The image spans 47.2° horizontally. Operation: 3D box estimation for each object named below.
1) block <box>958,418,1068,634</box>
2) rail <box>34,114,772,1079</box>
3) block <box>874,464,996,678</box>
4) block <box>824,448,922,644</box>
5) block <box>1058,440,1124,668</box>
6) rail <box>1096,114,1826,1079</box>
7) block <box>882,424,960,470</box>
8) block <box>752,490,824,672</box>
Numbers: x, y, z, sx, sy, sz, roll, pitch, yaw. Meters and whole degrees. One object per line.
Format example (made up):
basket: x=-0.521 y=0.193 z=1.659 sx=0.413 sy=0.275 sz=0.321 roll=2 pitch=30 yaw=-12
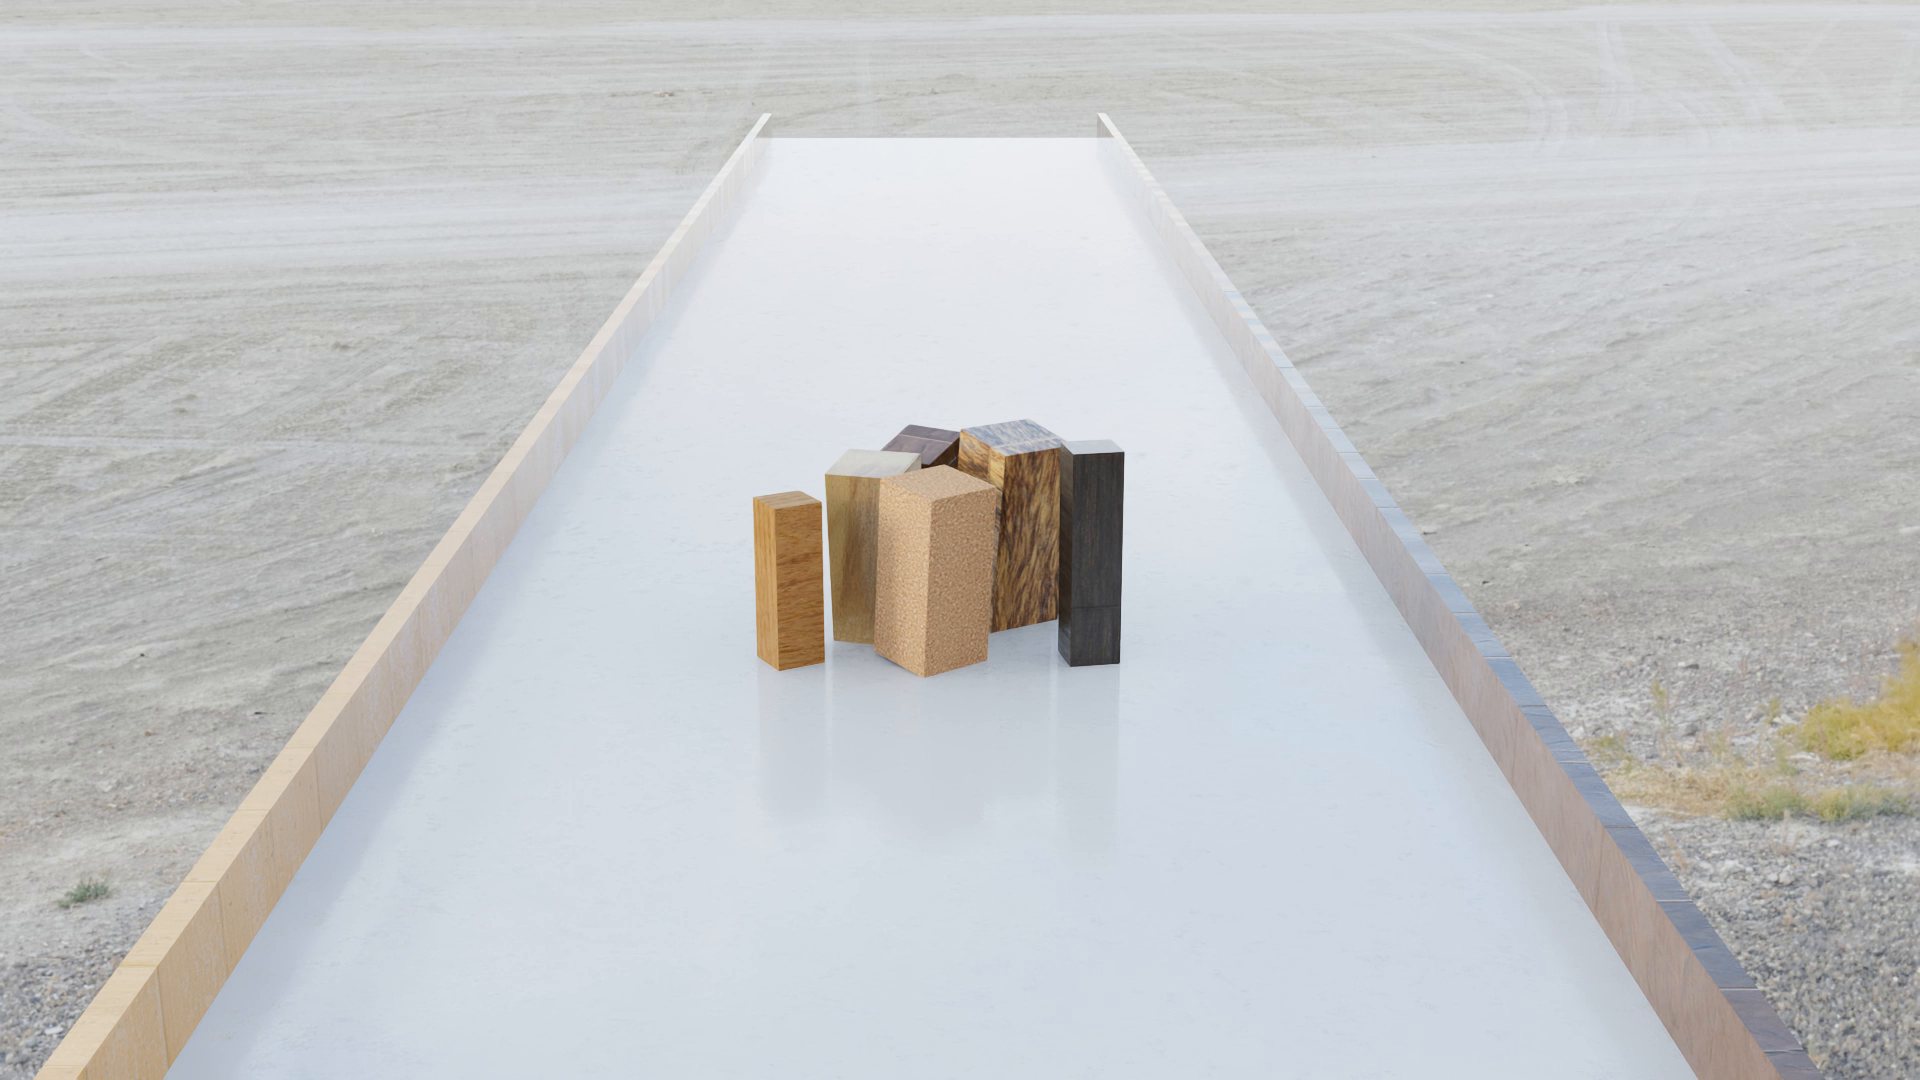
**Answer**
block: x=0.104 y=-0.031 z=4.606 sx=0.169 sy=0.395 sz=0.169 roll=-10 pitch=27 yaw=-31
rail: x=-1.118 y=-0.838 z=7.780 sx=0.050 sy=0.150 sz=12.000 roll=0 pitch=17 yaw=-1
block: x=-0.051 y=0.060 z=4.360 sx=0.162 sy=0.368 sz=0.162 roll=-13 pitch=25 yaw=-37
block: x=-0.170 y=0.016 z=4.509 sx=0.154 sy=0.366 sz=0.154 roll=5 pitch=23 yaw=15
block: x=0.259 y=0.026 z=4.371 sx=0.103 sy=0.437 sz=0.103 roll=-3 pitch=17 yaw=-11
rail: x=0.932 y=-0.844 z=7.801 sx=0.050 sy=0.150 sz=12.000 roll=0 pitch=17 yaw=-1
block: x=-0.057 y=-0.050 z=4.717 sx=0.139 sy=0.361 sz=0.139 roll=10 pitch=37 yaw=31
block: x=-0.340 y=0.080 z=4.373 sx=0.102 sy=0.333 sz=0.102 roll=-9 pitch=19 yaw=-28
